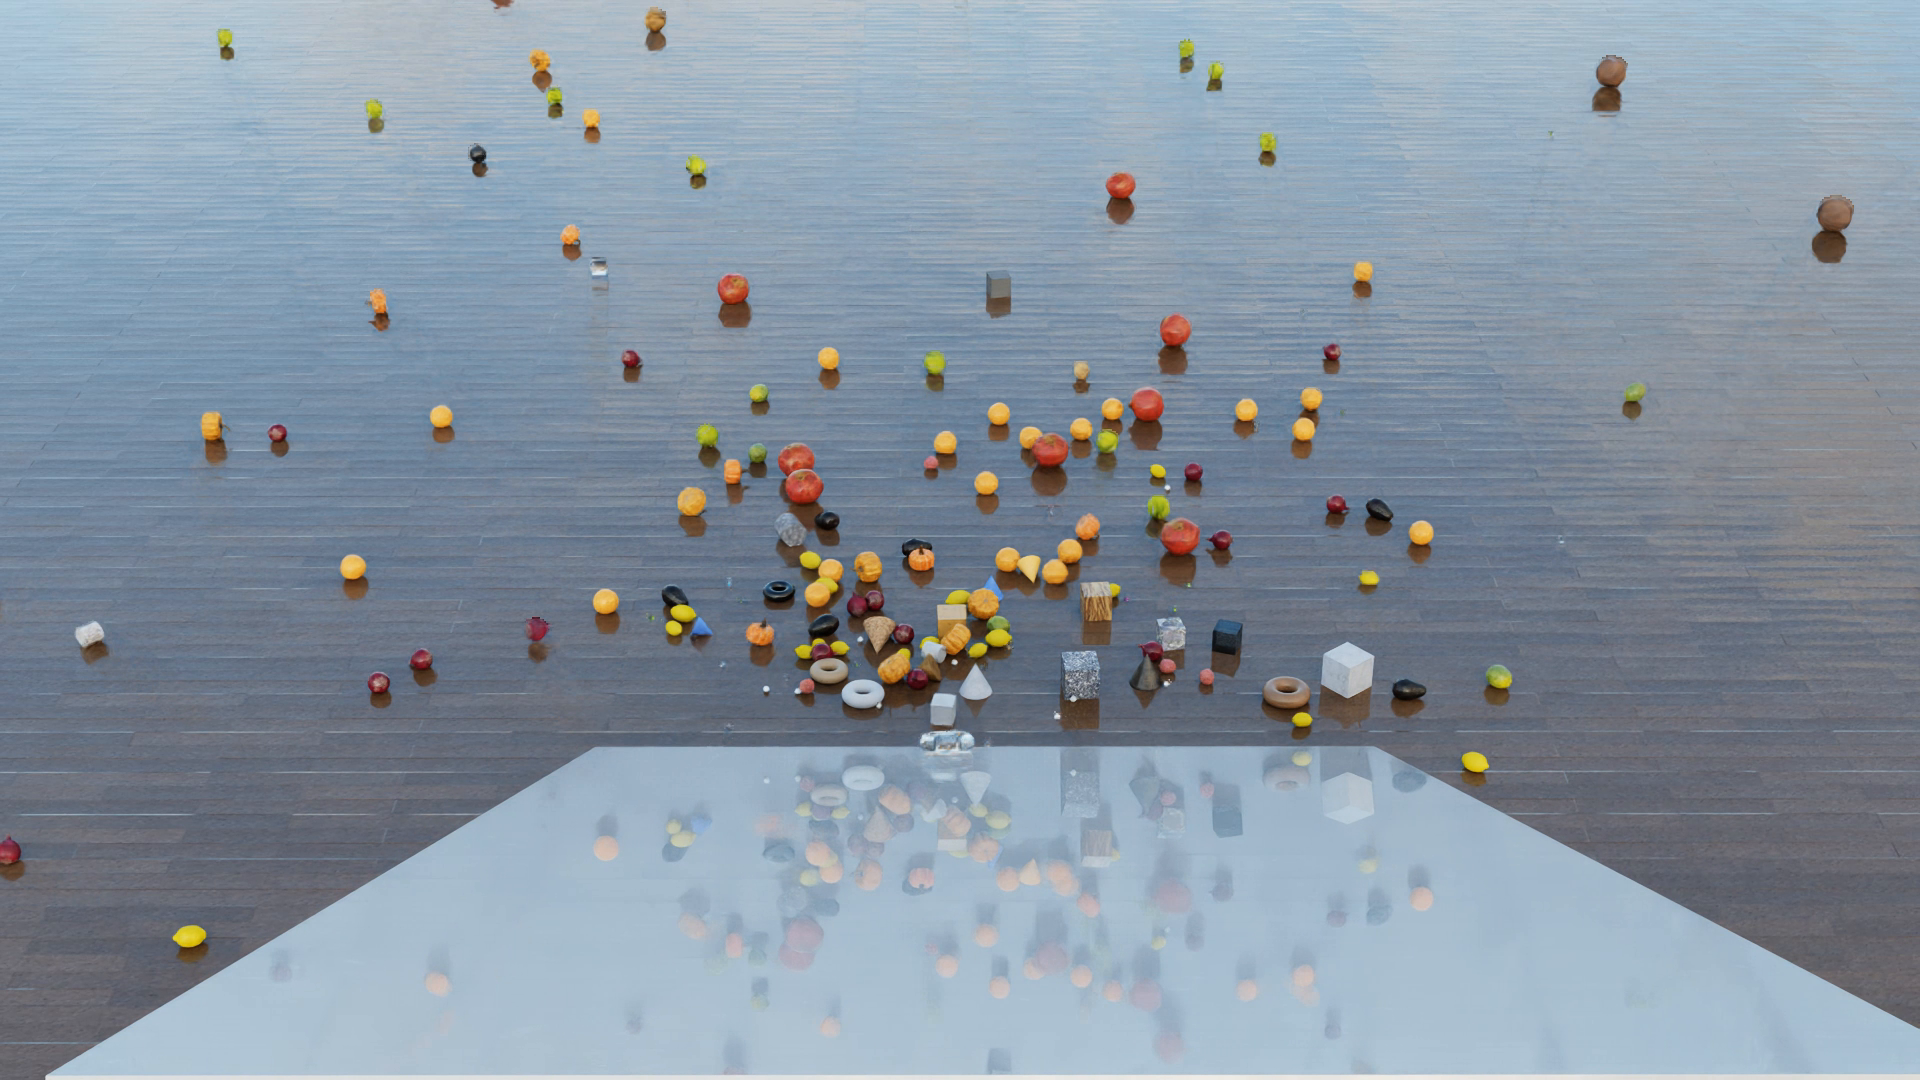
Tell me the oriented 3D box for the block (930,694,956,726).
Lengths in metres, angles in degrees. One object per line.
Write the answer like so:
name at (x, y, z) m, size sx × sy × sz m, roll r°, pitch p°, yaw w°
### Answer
block at (-0.044, 0.452, 6.896) m, size 0.059 × 0.059 × 0.059 m, roll 4°, pitch 30°, yaw 7°

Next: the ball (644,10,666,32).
ball at (-1.407, -2.393, 11.919) m, size 0.100 × 0.100 × 0.100 m, roll 0°, pitch 29°, yaw 0°

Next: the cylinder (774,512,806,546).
cylinder at (-0.507, -0.031, 7.740) m, size 0.075 × 0.075 × 0.075 m, roll -12°, pitch 31°, yaw -20°

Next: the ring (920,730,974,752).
ring at (-0.032, 0.508, 6.521) m, size 0.137 × 0.046 × 0.137 m, roll -1°, pitch 1°, yaw 0°

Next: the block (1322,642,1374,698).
block at (1.054, 0.354, 7.033) m, size 0.096 × 0.096 × 0.096 m, roll -23°, pitch 37°, yaw -35°

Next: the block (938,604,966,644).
block at (-0.023, 0.237, 7.258) m, size 0.080 × 0.080 × 0.080 m, roll -1°, pitch 29°, yaw -2°

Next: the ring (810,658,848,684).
ring at (-0.358, 0.359, 7.085) m, size 0.107 × 0.036 × 0.107 m, roll 1°, pitch 28°, yaw 0°

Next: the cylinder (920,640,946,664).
cylinder at (-0.072, 0.310, 7.156) m, size 0.052 × 0.052 × 0.052 m, roll 27°, pitch 38°, yaw 24°

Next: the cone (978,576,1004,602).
cone at (0.090, 0.132, 7.454) m, size 0.071 × 0.071 × 0.071 m, roll 0°, pitch 29°, yaw 0°

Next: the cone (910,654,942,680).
cone at (-0.104, 0.362, 7.080) m, size 0.079 × 0.079 × 0.079 m, roll -23°, pitch 26°, yaw 13°

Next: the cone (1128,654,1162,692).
cone at (0.508, 0.348, 7.045) m, size 0.093 × 0.093 × 0.093 m, roll 0°, pitch 29°, yaw 0°

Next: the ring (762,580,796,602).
ring at (-0.523, 0.148, 7.467) m, size 0.094 × 0.031 × 0.094 m, roll 1°, pitch 29°, yaw -1°

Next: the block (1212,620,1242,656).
block at (0.745, 0.271, 7.210) m, size 0.067 × 0.067 × 0.067 m, roll 11°, pitch 31°, yaw 18°

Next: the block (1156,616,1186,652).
block at (0.589, 0.263, 7.227) m, size 0.065 × 0.065 × 0.065 m, roll -6°, pitch 30°, yaw -11°

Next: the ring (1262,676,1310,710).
ring at (0.882, 0.412, 6.983) m, size 0.131 × 0.044 × 0.131 m, roll -1°, pitch 28°, yaw 0°

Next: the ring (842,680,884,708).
ring at (-0.262, 0.416, 6.981) m, size 0.116 × 0.039 × 0.116 m, roll 0°, pitch 28°, yaw 0°

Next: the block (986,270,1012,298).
block at (0.140, -0.924, 9.331) m, size 0.073 × 0.073 × 0.073 m, roll -7°, pitch 30°, yaw -12°

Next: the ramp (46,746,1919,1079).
ramp at (0.066, 0.588, 4.639) m, size 2.000 × 0.100 × 4.000 m, roll 0°, pitch 0°, yaw 0°

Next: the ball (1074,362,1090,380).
ball at (0.409, -0.570, 8.719) m, size 0.055 × 0.055 × 0.055 m, roll 0°, pitch 29°, yaw 0°

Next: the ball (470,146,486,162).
ball at (-1.952, -1.563, 10.476) m, size 0.066 × 0.066 × 0.066 m, roll 0°, pitch 29°, yaw 0°

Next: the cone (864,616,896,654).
cone at (-0.227, 0.279, 7.221) m, size 0.095 × 0.095 × 0.095 m, roll 2°, pitch 56°, yaw 4°

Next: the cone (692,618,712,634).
cone at (-0.720, 0.254, 7.282) m, size 0.057 × 0.057 × 0.057 m, roll 26°, pitch 29°, yaw -8°

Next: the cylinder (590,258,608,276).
cylinder at (-1.323, -1.000, 9.483) m, size 0.057 × 0.057 × 0.057 m, roll 4°, pitch 28°, yaw -15°

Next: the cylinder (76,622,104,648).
cylinder at (-2.434, 0.265, 7.235) m, size 0.054 × 0.054 × 0.054 m, roll 24°, pitch 36°, yaw 36°

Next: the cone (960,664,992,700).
cone at (0.043, 0.371, 7.009) m, size 0.090 × 0.090 × 0.090 m, roll 0°, pitch 29°, yaw 0°

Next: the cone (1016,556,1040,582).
cone at (0.208, 0.096, 7.556) m, size 0.074 × 0.074 × 0.074 m, roll -6°, pitch 56°, yaw -11°

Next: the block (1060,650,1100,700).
block at (0.326, 0.367, 7.012) m, size 0.094 × 0.094 × 0.094 m, roll -3°, pitch 29°, yaw -5°

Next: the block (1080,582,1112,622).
block at (0.387, 0.175, 7.368) m, size 0.080 × 0.080 × 0.080 m, roll -3°, pitch 29°, yaw -5°
